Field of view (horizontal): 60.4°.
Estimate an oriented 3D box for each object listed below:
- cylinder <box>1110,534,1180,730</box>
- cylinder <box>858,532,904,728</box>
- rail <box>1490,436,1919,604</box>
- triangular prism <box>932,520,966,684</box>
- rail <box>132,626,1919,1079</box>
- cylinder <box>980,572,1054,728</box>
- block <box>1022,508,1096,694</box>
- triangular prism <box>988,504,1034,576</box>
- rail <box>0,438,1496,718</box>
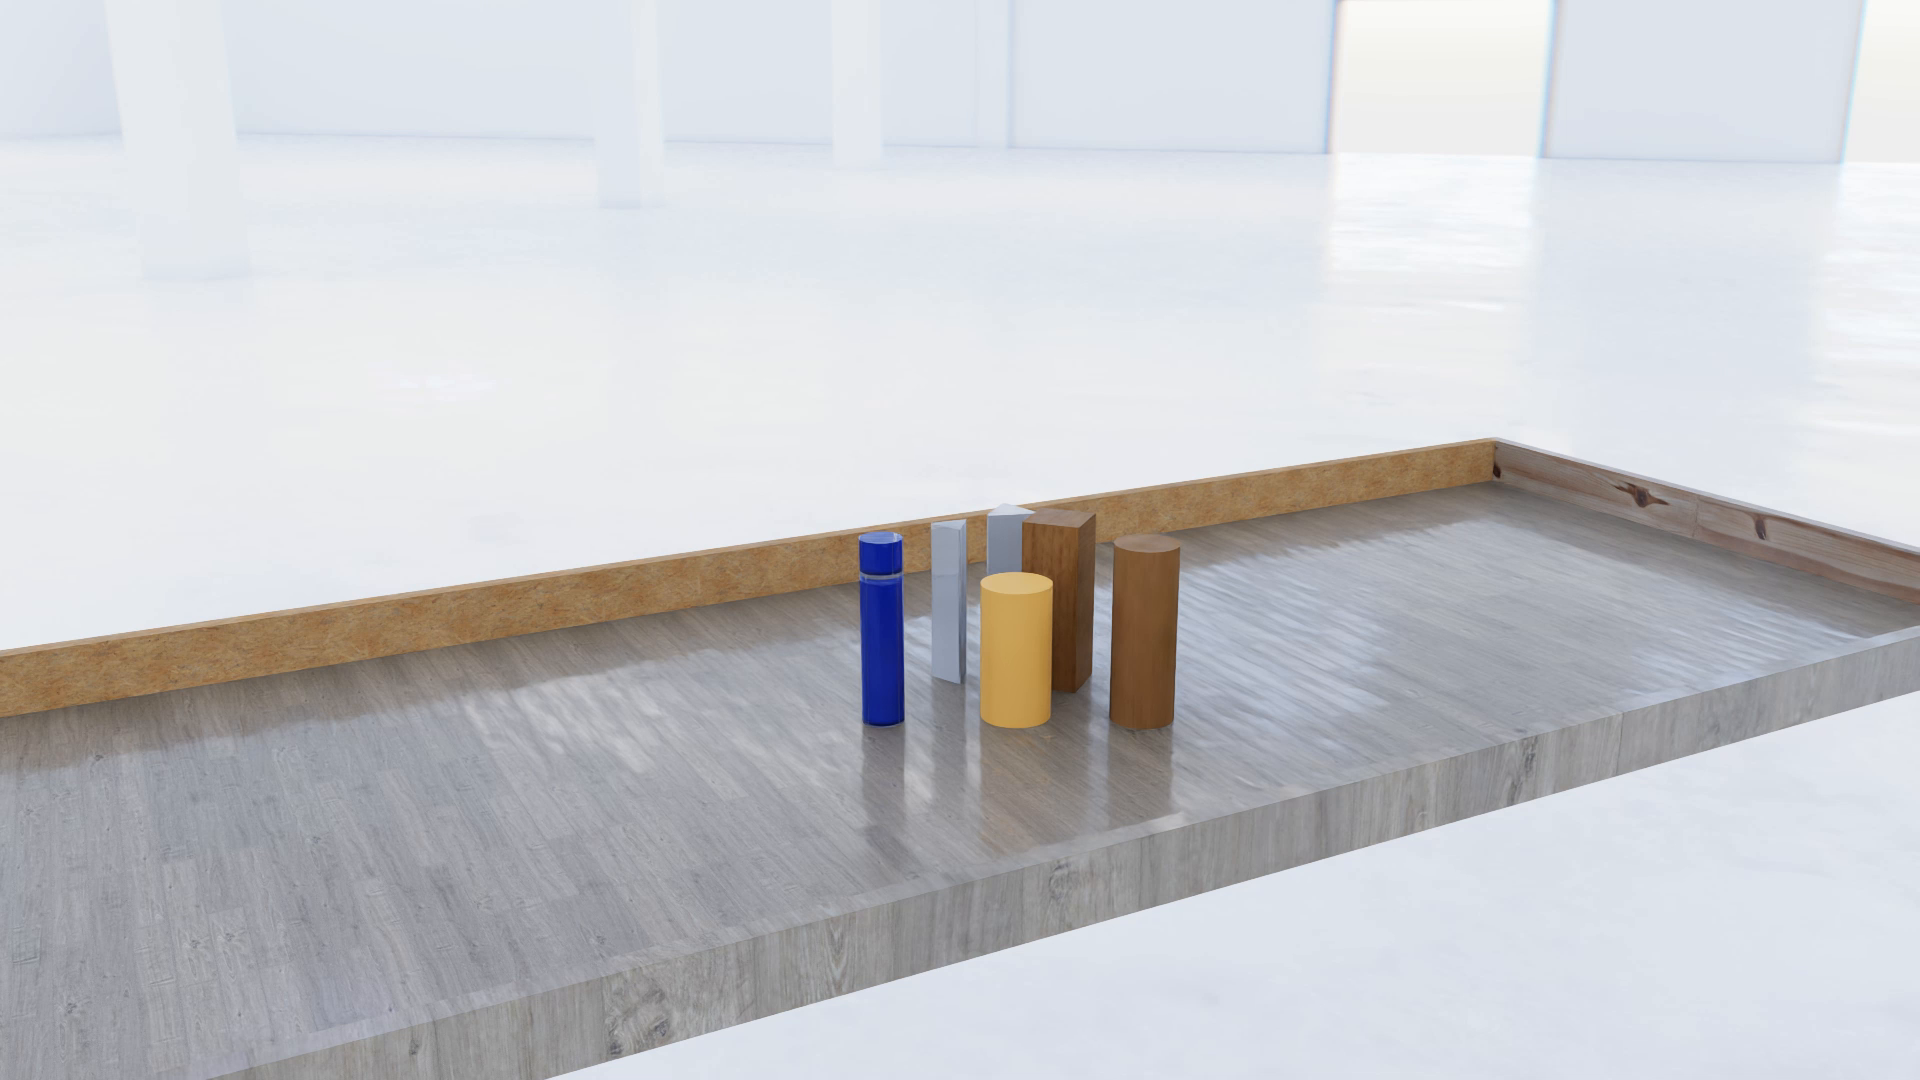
[{"bbox_3d":[0.432,0.214,3.863,0.153,0.431,0.153,0,16,0],"label":"cylinder"},{"bbox_3d":[-0.181,0.210,3.843,0.101,0.450,0.101,0,16,0],"label":"cylinder"},{"bbox_3d":[2.466,-0.048,5.253,0.050,0.150,2.100,-9,18,-27],"label":"rail"},{"bbox_3d":[-0.011,0.150,4.130,0.091,0.402,0.079,13,21,38],"label":"triangular prism"},{"bbox_3d":[-2.336,1.006,1.665,12.000,0.150,0.050,-9,18,-27],"label":"rail"},{"bbox_3d":[0.132,0.258,3.891,0.169,0.330,0.169,0,16,0],"label":"cylinder"},{"bbox_3d":[0.244,0.148,4.098,0.143,0.424,0.143,6,18,20],"label":"block"},{"bbox_3d":[0.127,0.092,4.393,0.132,0.366,0.114,-3,17,-10],"label":"triangular prism"},{"bbox_3d":[-3.305,0.497,3.399,12.000,0.150,0.050,-9,18,-27],"label":"rail"}]
